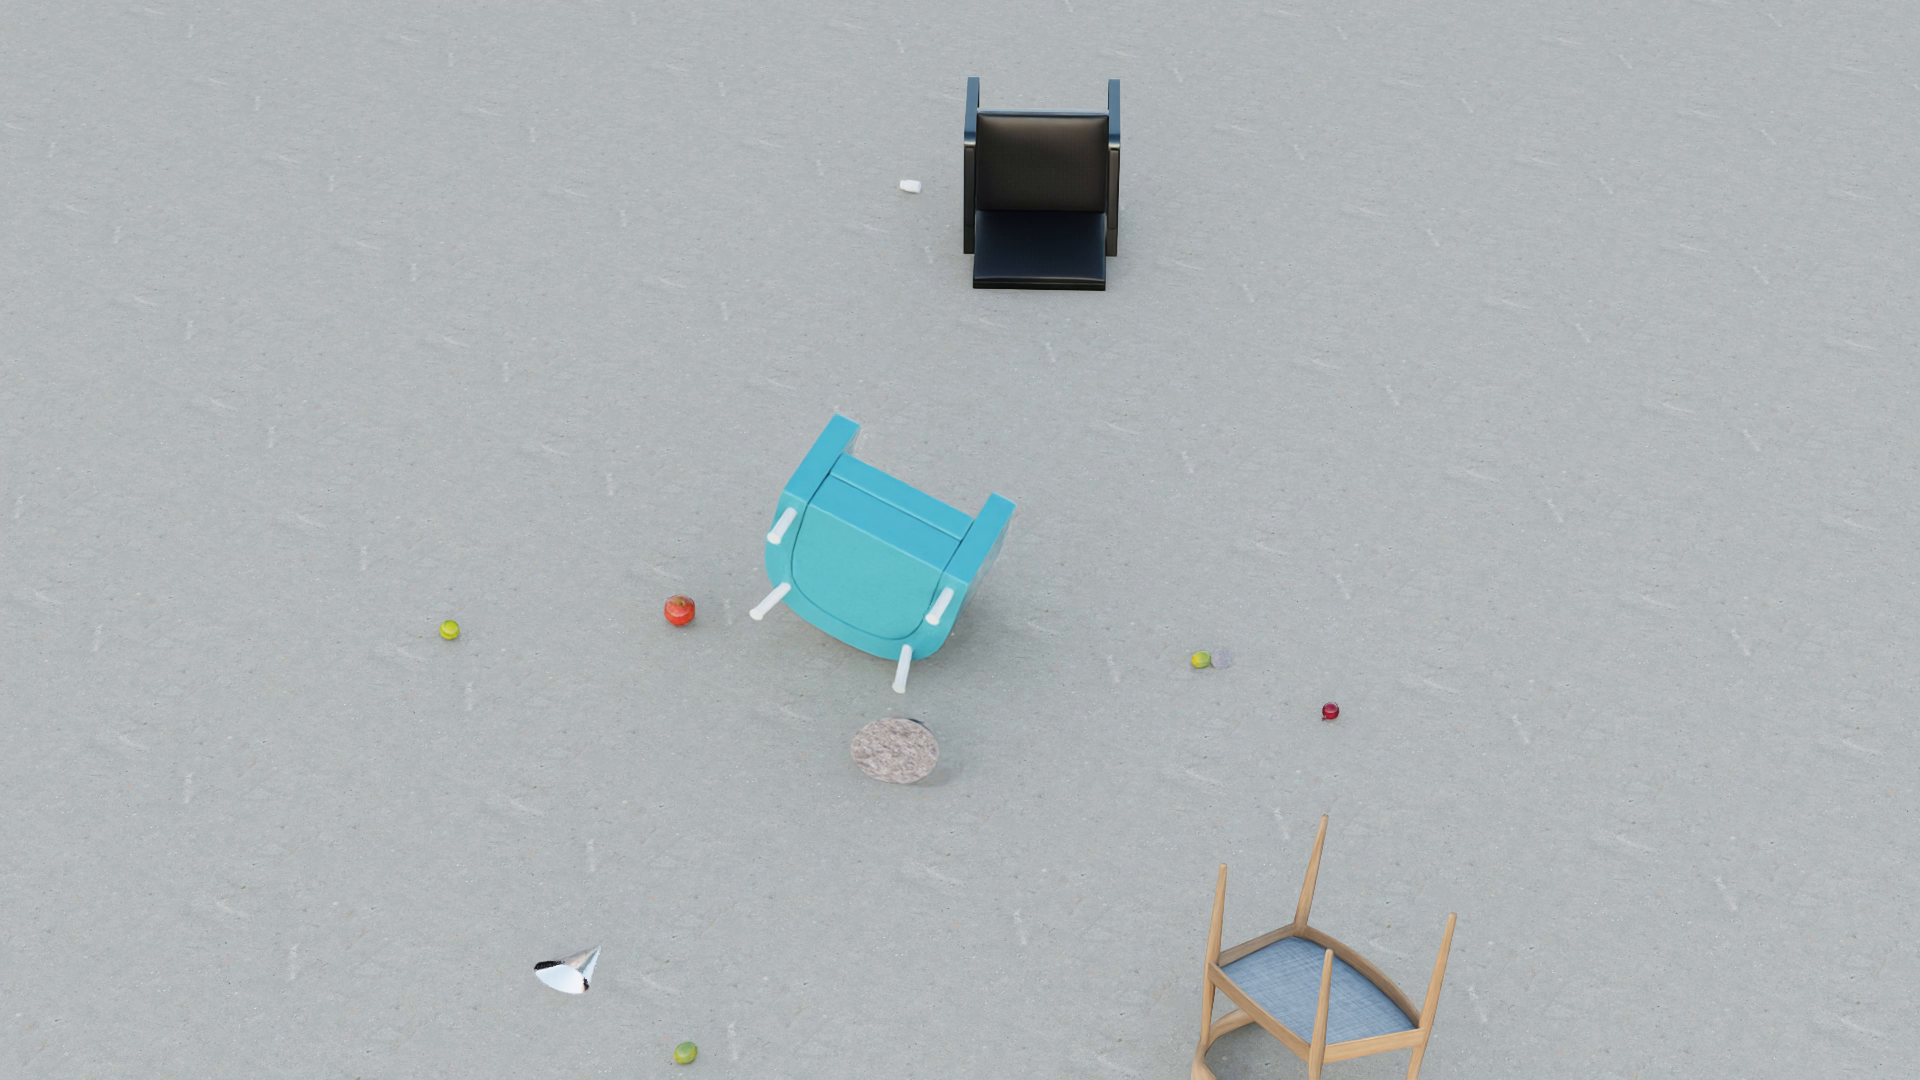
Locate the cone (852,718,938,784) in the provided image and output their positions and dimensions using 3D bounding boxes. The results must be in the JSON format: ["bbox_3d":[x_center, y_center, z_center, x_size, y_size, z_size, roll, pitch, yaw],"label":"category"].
[{"bbox_3d":[-0.173,0.657,9.847,0.300,0.229,0.341,-1,13,15],"label":"cone"}]

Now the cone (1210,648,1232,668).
[{"bbox_3d":[0.911,0.412,10.292,0.080,0.067,0.063,-14,7,-9],"label":"cone"}]

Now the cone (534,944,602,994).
[{"bbox_3d":[-1.155,1.285,8.952,0.193,0.095,0.228,13,24,22],"label":"cone"}]
